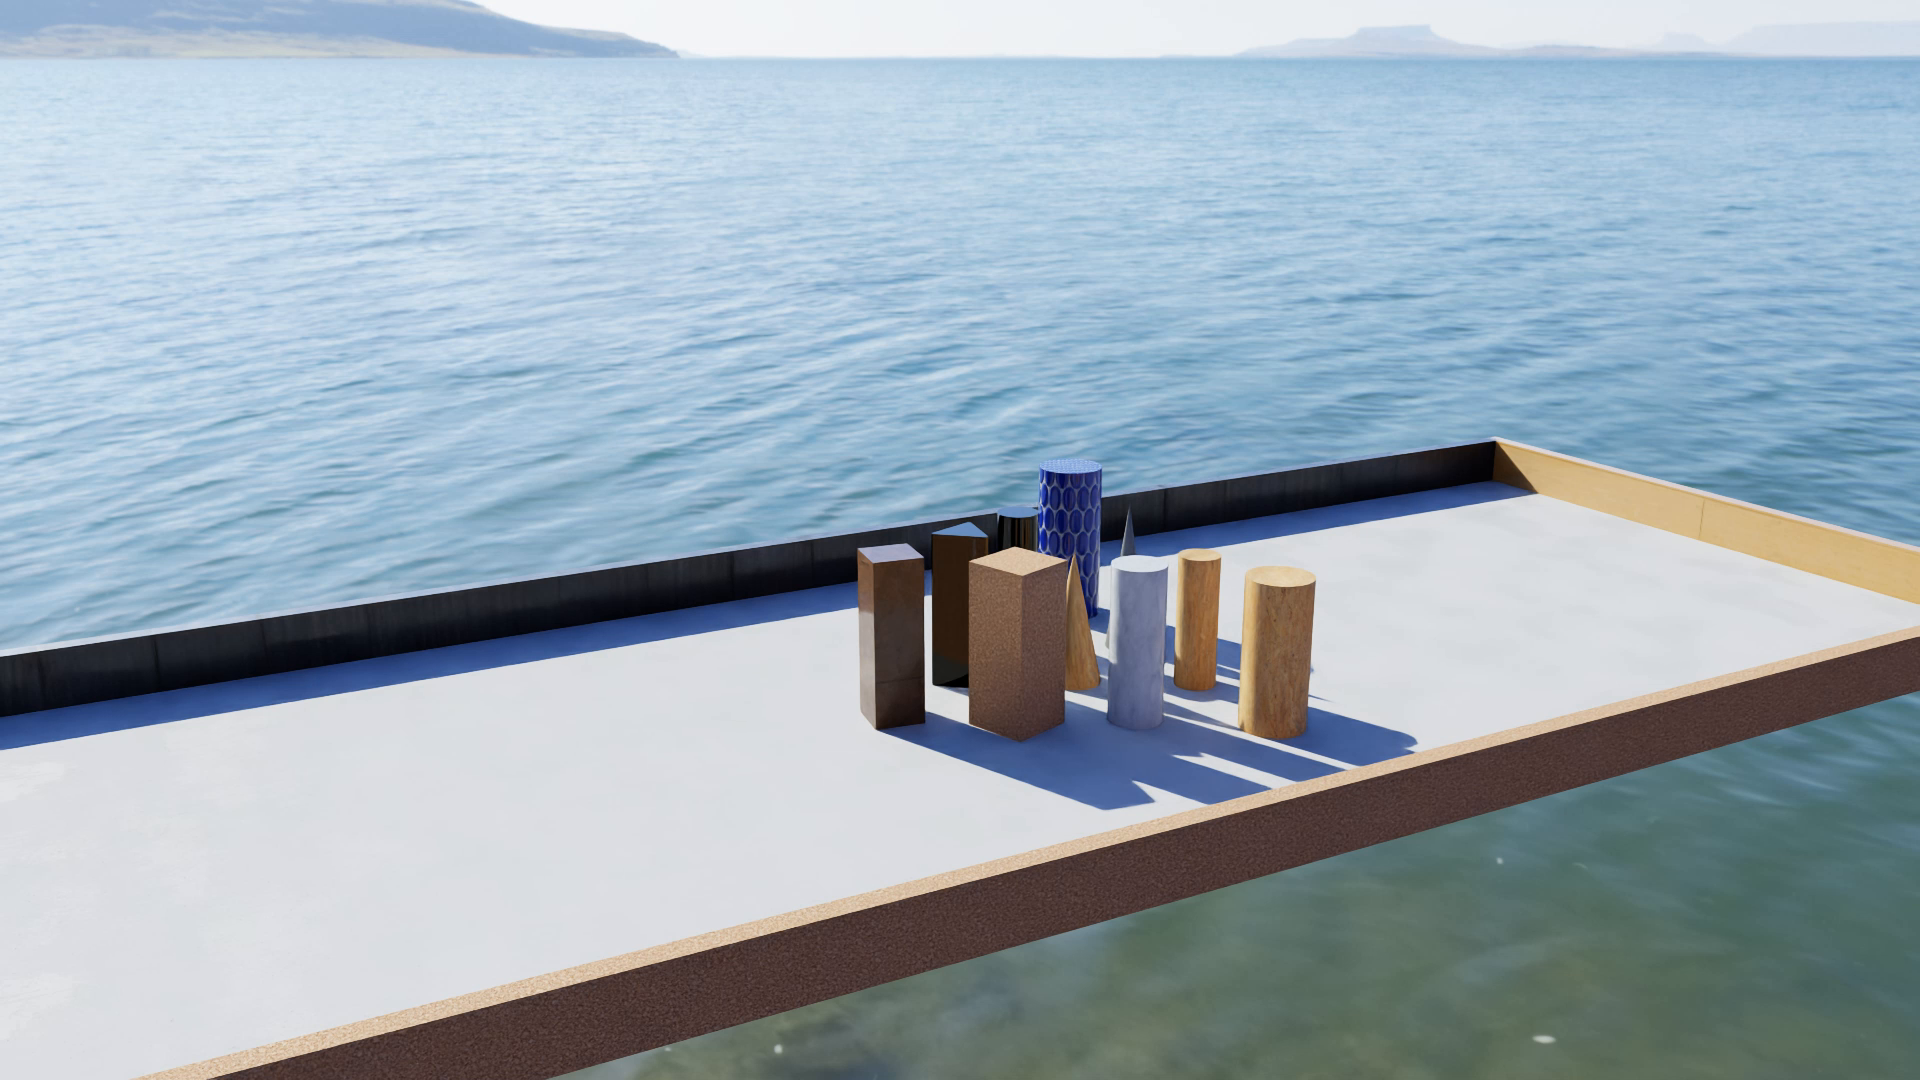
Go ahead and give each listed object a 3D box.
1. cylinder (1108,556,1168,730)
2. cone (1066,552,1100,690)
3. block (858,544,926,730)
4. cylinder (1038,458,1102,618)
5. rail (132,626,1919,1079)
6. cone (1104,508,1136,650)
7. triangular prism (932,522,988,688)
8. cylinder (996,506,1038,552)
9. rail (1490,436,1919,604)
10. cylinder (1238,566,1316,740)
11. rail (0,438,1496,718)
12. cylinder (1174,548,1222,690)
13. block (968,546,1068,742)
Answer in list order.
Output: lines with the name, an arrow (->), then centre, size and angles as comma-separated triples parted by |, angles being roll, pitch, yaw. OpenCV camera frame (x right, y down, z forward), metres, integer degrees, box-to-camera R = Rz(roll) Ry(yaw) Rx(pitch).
cylinder -> 0.415, 0.239, 3.859 | 0.131, 0.385, 0.131 | 0, 16, 0
cone -> 0.282, 0.189, 4.106 | 0.146, 0.341, 0.146 | 0, 16, 0
block -> -0.160, 0.226, 3.863 | 0.122, 0.408, 0.122 | -6, 17, -19
cylinder -> 0.305, -0.001, 4.609 | 0.174, 0.423, 0.174 | 0, 16, 0
rail -> -2.336, 1.006, 1.665 | 12.000, 0.150, 0.050 | -9, 18, -27
cone -> 0.442, 0.091, 4.342 | 0.110, 0.397, 0.110 | 0, 16, 0
triangular prism -> 0.011, 0.161, 4.109 | 0.138, 0.394, 0.120 | 3, 17, 12
cylinder -> 0.152, 0.099, 4.377 | 0.109, 0.361, 0.109 | 0, 16, 0
rail -> 2.466, -0.048, 5.253 | 0.050, 0.150, 2.100 | -9, 18, -27
cylinder -> 0.732, 0.259, 3.820 | 0.160, 0.369, 0.160 | 0, 16, 0
rail -> -3.305, 0.497, 3.399 | 12.000, 0.150, 0.050 | -9, 18, -27
cylinder -> 0.588, 0.197, 4.086 | 0.104, 0.337, 0.104 | 0, 16, 0
block -> 0.133, 0.240, 3.829 | 0.160, 0.401, 0.160 | 15, 22, 41
